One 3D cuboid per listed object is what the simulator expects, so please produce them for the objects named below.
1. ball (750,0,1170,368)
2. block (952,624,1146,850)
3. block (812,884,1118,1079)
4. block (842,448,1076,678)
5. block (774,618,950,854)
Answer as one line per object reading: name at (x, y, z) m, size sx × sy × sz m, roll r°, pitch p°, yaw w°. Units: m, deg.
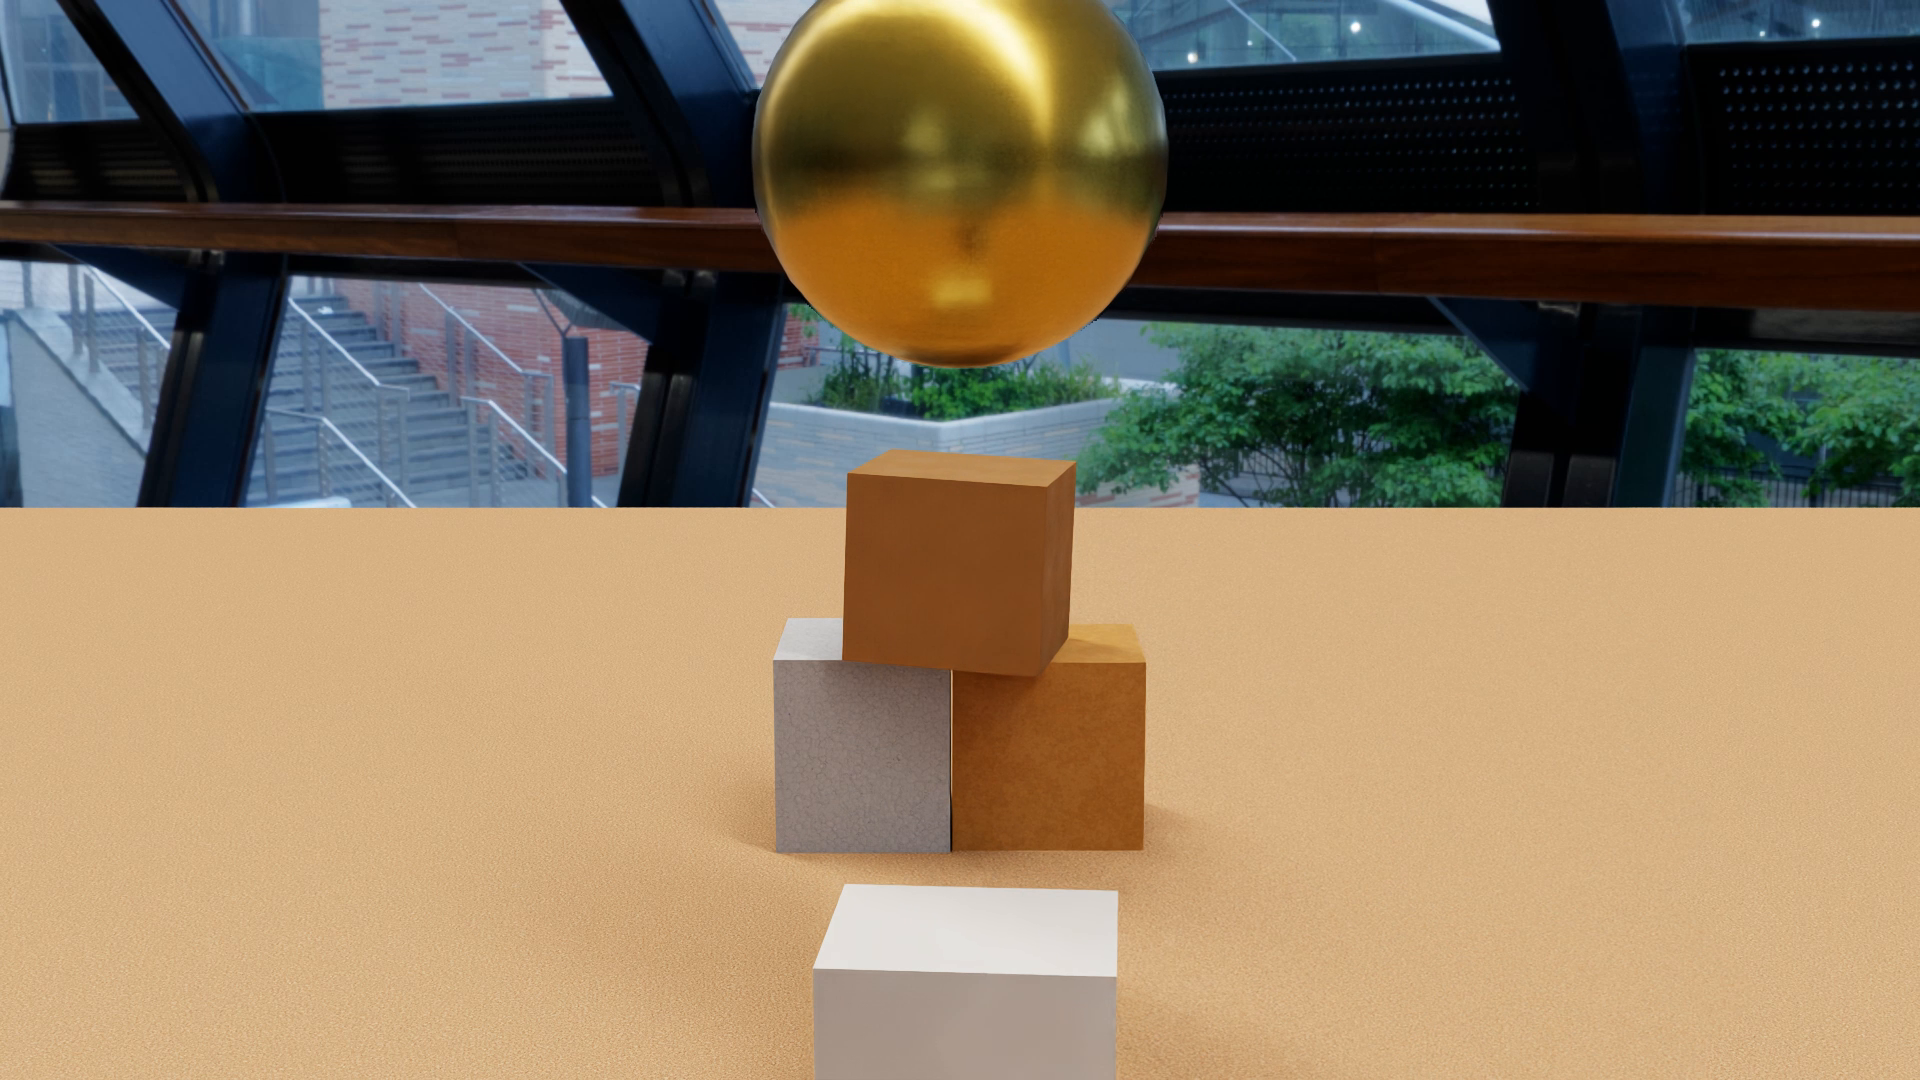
ball at (0.000, -1.460, 8.420) m, size 1.600 × 1.600 × 1.600 m, roll 0°, pitch 10°, yaw 0°
block at (0.440, 1.001, 11.357) m, size 0.956 × 0.967 × 0.881 m, roll 0°, pitch 10°, yaw 0°
block at (0.044, 1.744, 7.641) m, size 0.992 × 0.834 × 0.830 m, roll 1°, pitch 10°, yaw 4°
block at (0.010, 0.092, 10.956) m, size 0.971 × 0.923 × 0.902 m, roll 4°, pitch 11°, yaw 11°
block at (-0.483, 0.990, 11.355) m, size 0.869 × 0.990 × 0.956 m, roll 0°, pitch 10°, yaw 0°
